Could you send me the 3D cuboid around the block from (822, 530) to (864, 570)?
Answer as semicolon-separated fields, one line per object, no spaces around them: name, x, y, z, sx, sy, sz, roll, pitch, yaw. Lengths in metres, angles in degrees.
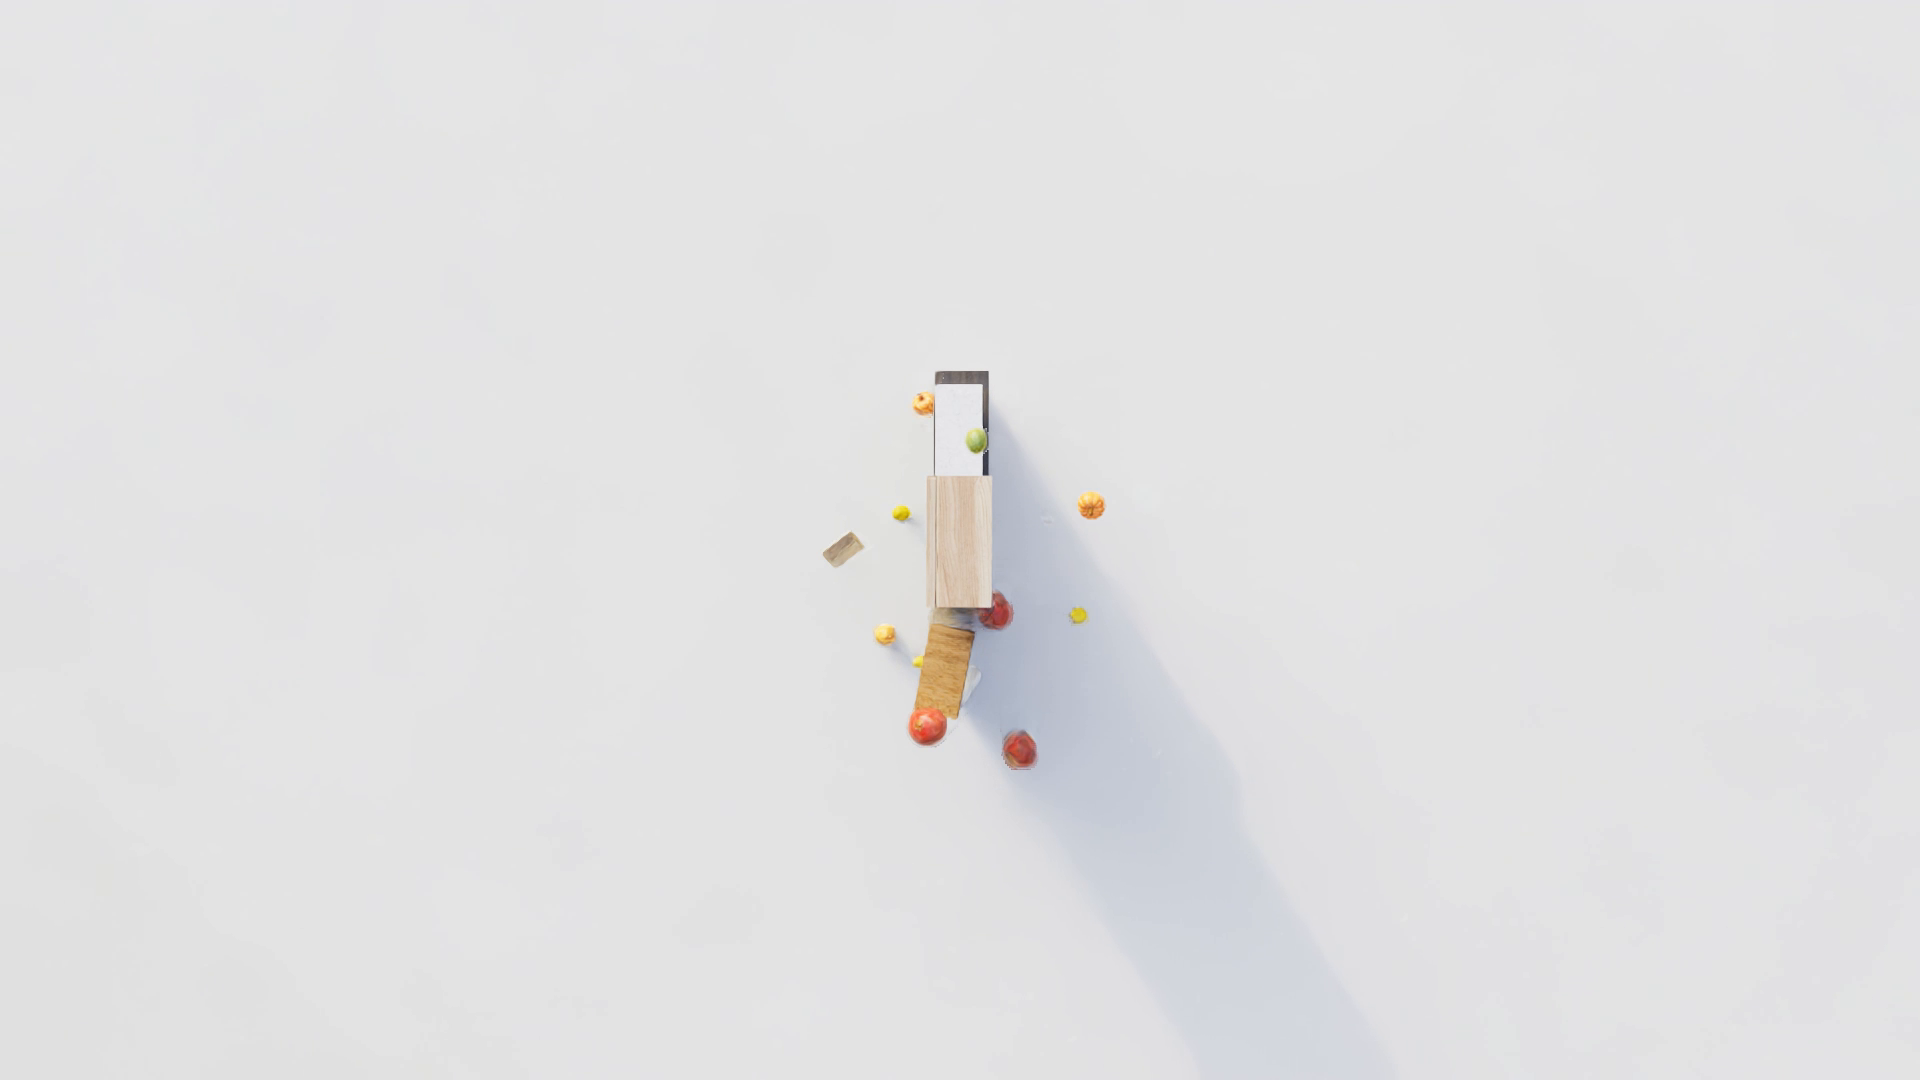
block;-0.375;0.033;5.292;0.135;0.019;0.068;-36;97;32

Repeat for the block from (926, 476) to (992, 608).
block;-0.002;0.004;4.365;0.173;0.049;0.346;0;90;0

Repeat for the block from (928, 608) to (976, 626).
block;-0.027;0.227;5.006;0.129;0.257;0.036;-14;81;-6

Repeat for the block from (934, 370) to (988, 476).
block;0.004;-0.354;5.135;0.171;0.048;0.341;0;90;0

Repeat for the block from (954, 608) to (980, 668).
block;-0.003;0.309;5.231;0.125;0.035;0.249;-1;90;1

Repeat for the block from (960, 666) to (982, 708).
block;-0.026;0.436;5.000;0.129;0.412;0.036;8;98;7

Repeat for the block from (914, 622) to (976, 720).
block;-0.045;0.379;4.772;0.129;0.036;0.257;12;94;7

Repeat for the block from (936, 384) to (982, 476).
block;-0.003;-0.306;4.678;0.133;0.038;0.266;0;90;0
